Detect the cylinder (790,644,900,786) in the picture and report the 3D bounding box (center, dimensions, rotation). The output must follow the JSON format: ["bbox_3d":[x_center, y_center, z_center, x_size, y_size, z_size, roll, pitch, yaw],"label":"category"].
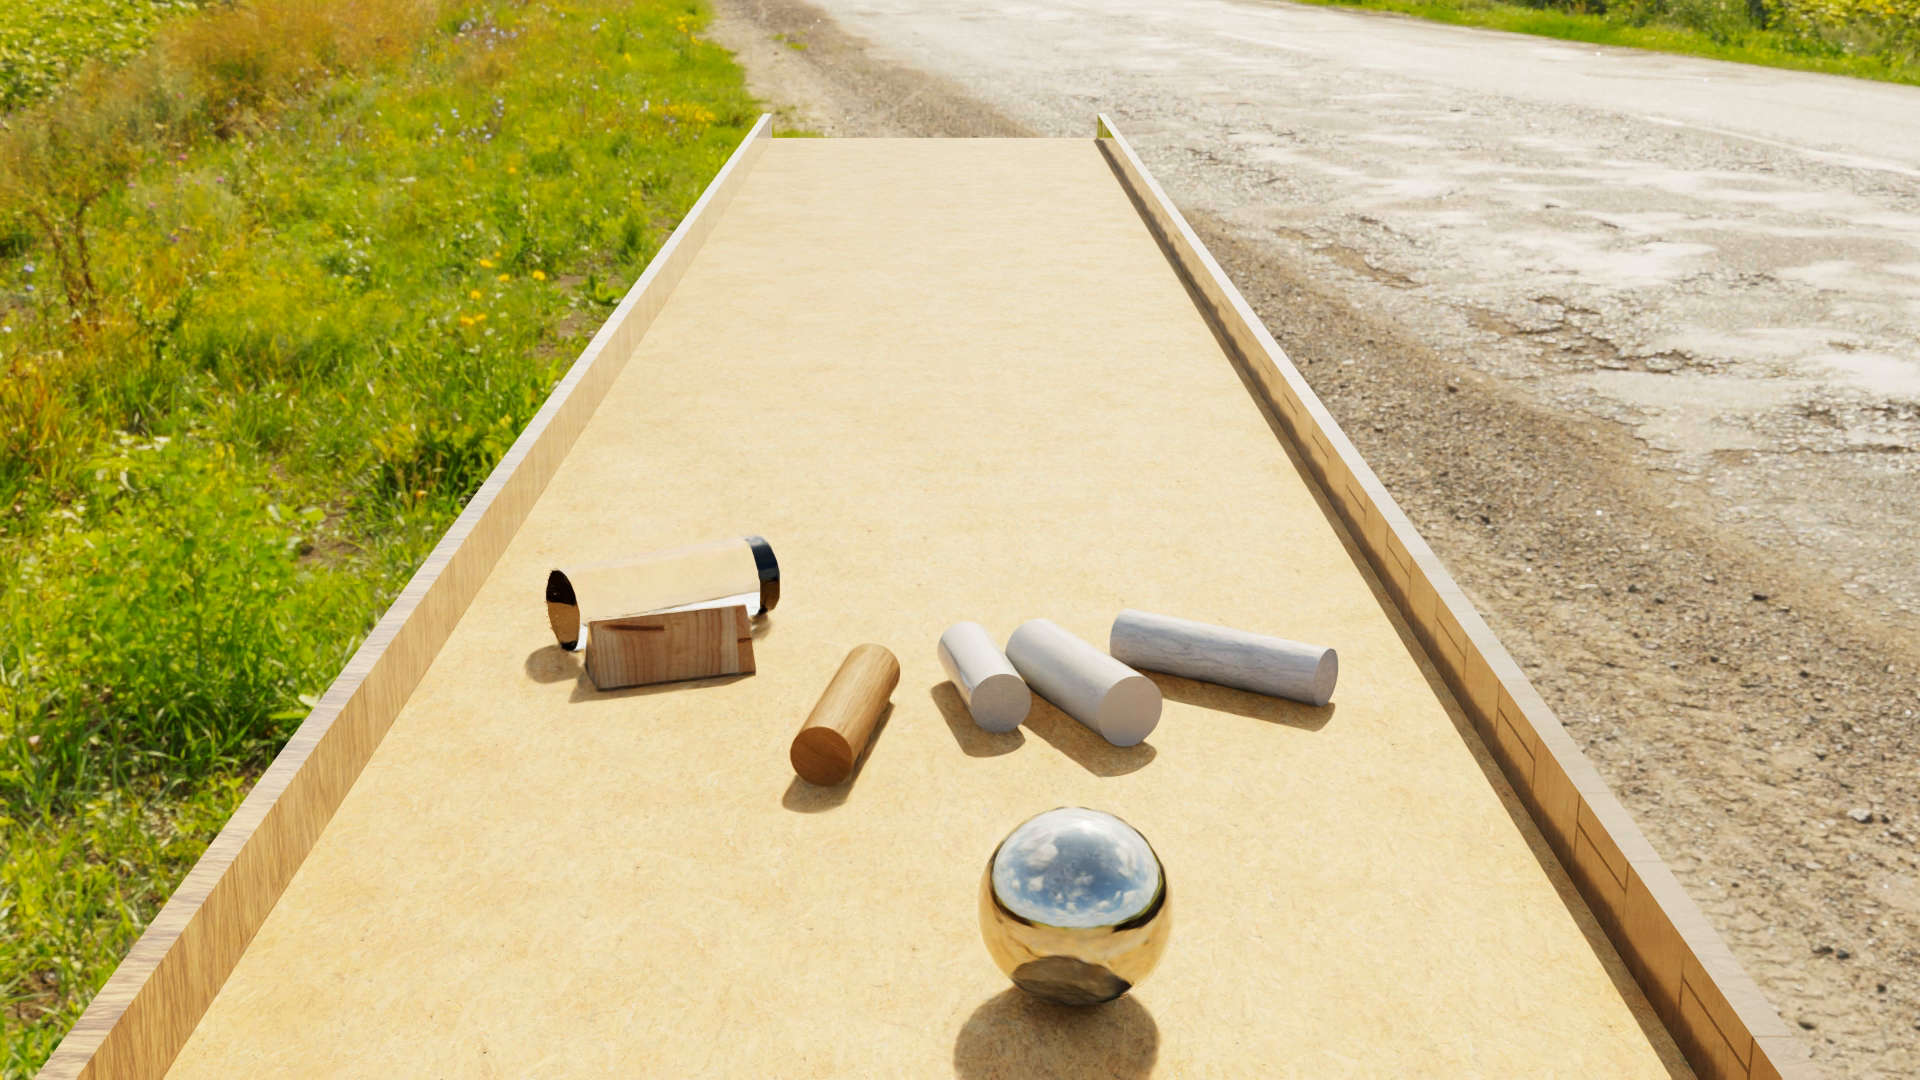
[{"bbox_3d":[-0.202,0.311,3.987,0.111,0.111,0.438,3,17,9],"label":"cylinder"}]

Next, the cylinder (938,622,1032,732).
[{"bbox_3d":[0.043,0.256,4.162,0.115,0.115,0.303,-3,17,-12],"label":"cylinder"}]

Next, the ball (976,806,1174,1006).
[{"bbox_3d":[0.160,0.506,3.044,0.274,0.274,0.274,0,17,0],"label":"ball"}]

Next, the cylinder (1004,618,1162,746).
[{"bbox_3d":[0.226,0.262,4.110,0.135,0.135,0.362,-8,18,-25],"label":"cylinder"}]

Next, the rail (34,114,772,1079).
[{"bbox_3d":[-1.118,-0.838,7.780,0.050,0.150,12.000,0,17,-1],"label":"rail"}]

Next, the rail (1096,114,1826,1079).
[{"bbox_3d":[0.932,-0.844,7.801,0.050,0.150,12.000,0,17,-1],"label":"rail"}]

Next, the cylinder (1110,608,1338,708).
[{"bbox_3d":[0.509,0.226,4.268,0.438,0.114,0.114,11,20,32],"label":"cylinder"}]

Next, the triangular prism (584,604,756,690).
[{"bbox_3d":[-0.573,0.199,4.333,0.314,0.121,0.140,-6,17,-19],"label":"triangular prism"}]

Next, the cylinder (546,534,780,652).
[{"bbox_3d":[-0.613,0.107,4.571,0.455,0.169,0.169,-11,20,-32],"label":"cylinder"}]
